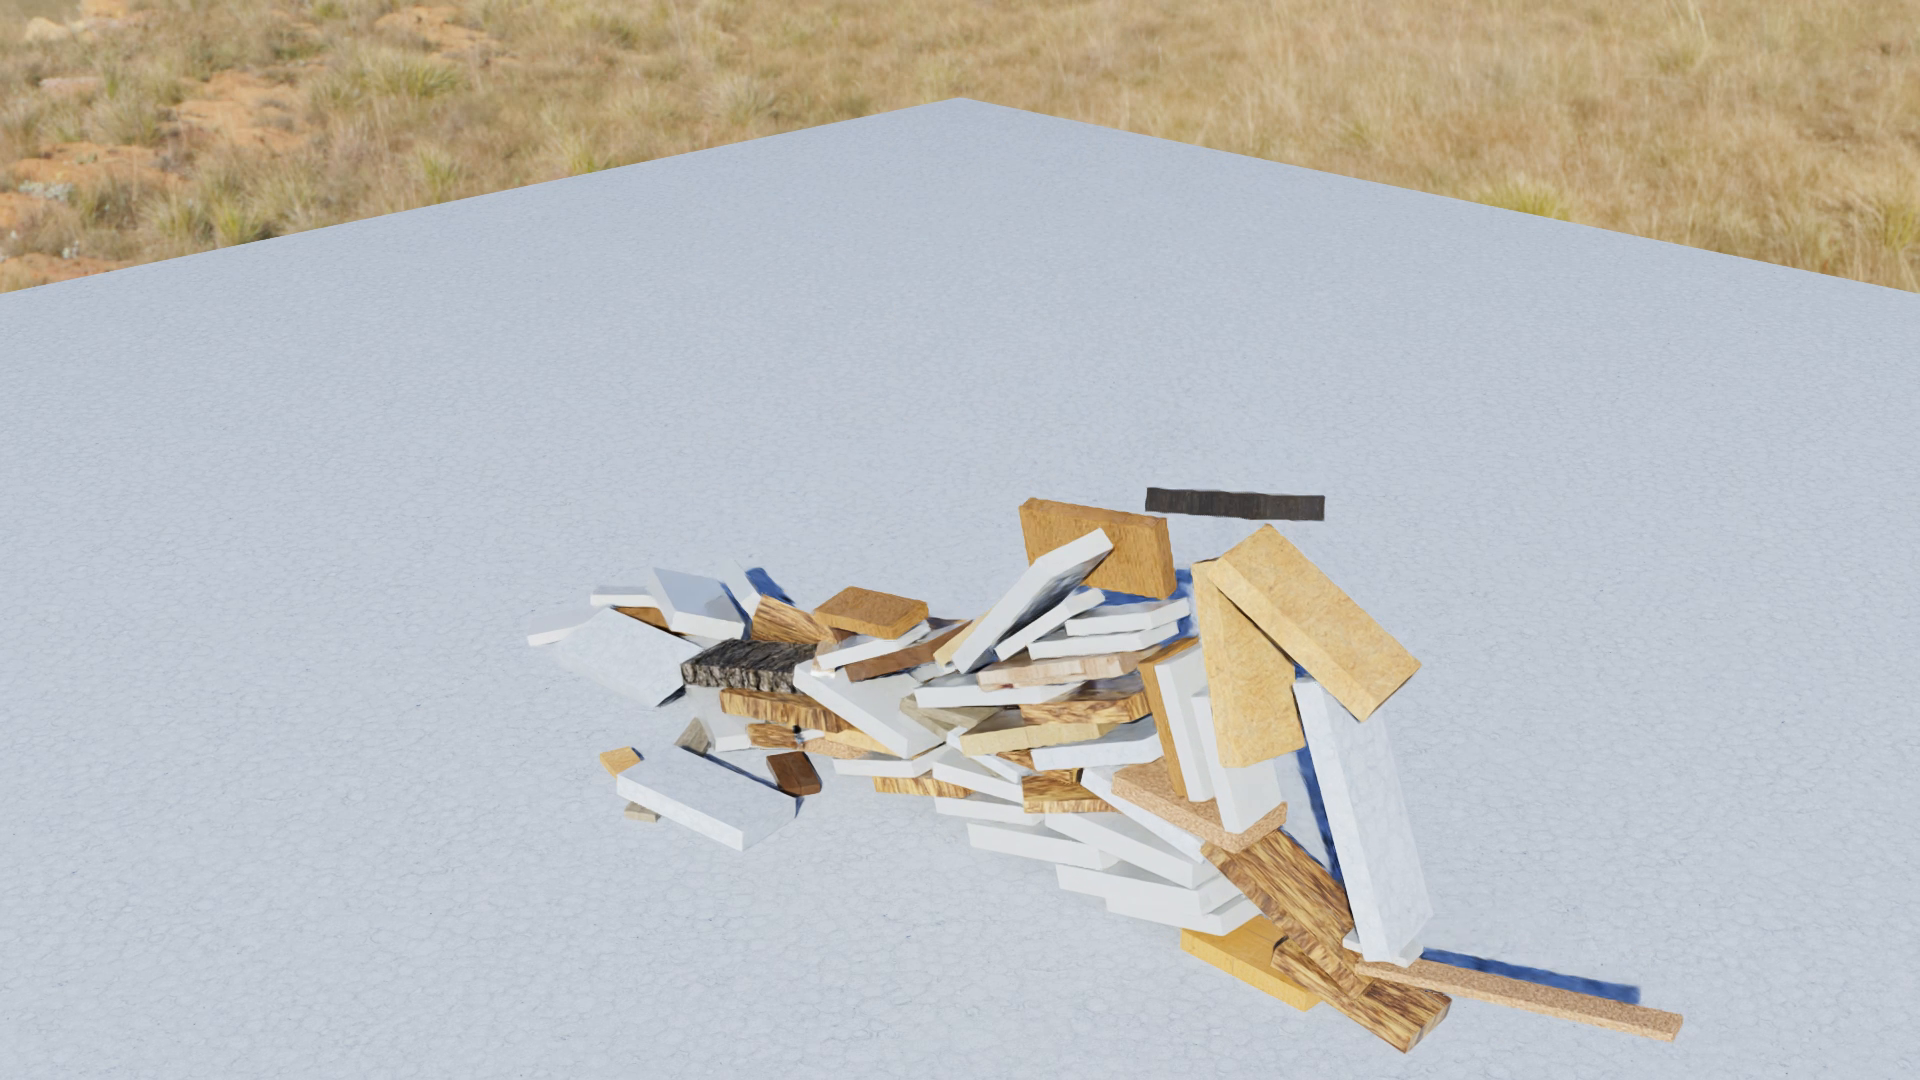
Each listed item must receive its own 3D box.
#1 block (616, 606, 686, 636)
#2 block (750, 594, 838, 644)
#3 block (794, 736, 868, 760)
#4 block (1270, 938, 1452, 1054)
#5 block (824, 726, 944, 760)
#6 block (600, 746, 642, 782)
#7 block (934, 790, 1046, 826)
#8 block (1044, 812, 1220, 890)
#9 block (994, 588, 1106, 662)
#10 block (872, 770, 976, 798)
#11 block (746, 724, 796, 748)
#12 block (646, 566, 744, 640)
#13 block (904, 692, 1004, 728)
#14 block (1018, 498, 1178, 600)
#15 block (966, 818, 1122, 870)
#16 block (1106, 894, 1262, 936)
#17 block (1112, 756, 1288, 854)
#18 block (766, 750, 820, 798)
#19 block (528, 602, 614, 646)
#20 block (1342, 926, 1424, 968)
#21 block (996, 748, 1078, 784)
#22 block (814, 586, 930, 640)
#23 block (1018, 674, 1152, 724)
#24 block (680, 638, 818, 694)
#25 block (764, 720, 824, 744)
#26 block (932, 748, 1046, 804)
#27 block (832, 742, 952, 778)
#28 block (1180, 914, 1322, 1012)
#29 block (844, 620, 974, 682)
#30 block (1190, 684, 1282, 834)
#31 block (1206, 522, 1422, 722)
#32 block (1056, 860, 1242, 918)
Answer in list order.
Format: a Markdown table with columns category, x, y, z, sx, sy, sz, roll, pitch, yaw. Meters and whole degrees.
| category | x | y | z | sx | sy | sz | roll | pitch | yaw |
| --- | --- | --- | --- | --- | --- | --- | --- | --- | --- |
| block | -0.708 | 0.194 | 5.260 | 0.242 | 0.034 | 0.121 | 3 | 23 | 6 |
| block | -0.295 | 0.237 | 4.853 | 0.336 | 0.168 | 0.048 | 23 | 64 | 2 |
| block | -0.276 | 0.414 | 4.675 | 0.244 | 0.035 | 0.122 | 5 | 20 | 44 |
| block | 0.697 | 0.769 | 3.823 | 0.280 | 0.040 | 0.140 | 30 | 37 | 31 |
| block | -0.151 | 0.395 | 4.544 | 0.244 | 0.035 | 0.122 | 8 | 22 | 39 |
| block | -0.701 | 0.476 | 4.614 | 0.067 | 0.019 | 0.133 | -12 | 26 | -27 |
| block | 0.087 | 0.514 | 4.367 | 0.260 | 0.037 | 0.130 | 1 | 17 | 44 |
| block | 0.347 | 0.533 | 4.079 | 0.352 | 0.050 | 0.176 | 18 | 29 | 41 |
| block | 0.167 | 0.157 | 4.095 | 0.105 | 0.030 | 0.210 | -21 | -11 | -46 |
| block | -0.044 | 0.479 | 4.482 | 0.130 | 0.037 | 0.260 | -22 | 13 | -42 |
| block | -0.385 | 0.400 | 4.499 | 0.096 | 0.014 | 0.048 | 6 | 46 | -29 |
| block | -0.624 | 0.150 | 5.173 | 0.166 | 0.047 | 0.331 | 12 | 13 | -21 |
| block | -0.012 | 0.330 | 4.370 | 0.177 | 0.025 | 0.089 | 14 | 27 | 33 |
| block | 0.251 | 0.015 | 4.034 | 0.294 | 0.147 | 0.042 | 10 | 34 | 35 |
| block | 0.200 | 0.561 | 4.260 | 0.176 | 0.050 | 0.352 | -21 | 16 | -41 |
| block | 0.418 | 0.663 | 4.060 | 0.140 | 0.040 | 0.280 | -21 | 17 | -41 |
| block | 0.425 | 0.460 | 3.920 | 0.142 | 0.040 | 0.284 | -24 | 34 | -39 |
| block | -0.349 | 0.488 | 4.583 | 0.076 | 0.021 | 0.151 | -8 | 24 | -17 |
| block | -0.920 | 0.200 | 5.208 | 0.196 | 0.028 | 0.098 | -11 | 23 | 1 |
| block | 0.721 | 0.692 | 3.751 | 0.122 | 0.017 | 0.061 | 14 | 26 | 35 |
| block | 0.170 | 0.413 | 4.209 | 0.185 | 0.026 | 0.093 | 18 | 28 | 40 |
| block | -0.180 | 0.147 | 4.450 | 0.220 | 0.031 | 0.110 | 10 | 33 | 42 |
| block | 0.260 | 0.293 | 4.053 | 0.147 | 0.042 | 0.294 | -22 | 9 | -37 |
| block | -0.425 | 0.273 | 4.784 | 0.338 | 0.048 | 0.169 | 2 | 18 | 36 |
| block | -0.365 | 0.386 | 4.728 | 0.076 | 0.021 | 0.262 | -15 | 15 | -21 |
| block | 0.091 | 0.457 | 4.328 | 0.260 | 0.037 | 0.130 | 12 | 25 | 30 |
| block | -0.137 | 0.451 | 4.554 | 0.244 | 0.035 | 0.122 | -4 | 14 | 46 |
| block | 0.550 | 0.746 | 3.953 | 0.140 | 0.040 | 0.280 | -21 | 31 | -41 |
| block | -0.100 | 0.225 | 4.455 | 0.268 | 0.038 | 0.134 | -18 | 6 | 46 |
| block | 0.477 | 0.361 | 3.784 | 0.036 | 0.253 | 0.126 | -2 | 19 | 45 |
| block | 0.586 | 0.133 | 3.637 | 0.349 | 0.049 | 0.175 | 44 | 38 | 13 |
| block | 0.367 | 0.618 | 4.093 | 0.176 | 0.050 | 0.352 | -21 | 16 | -41 |
